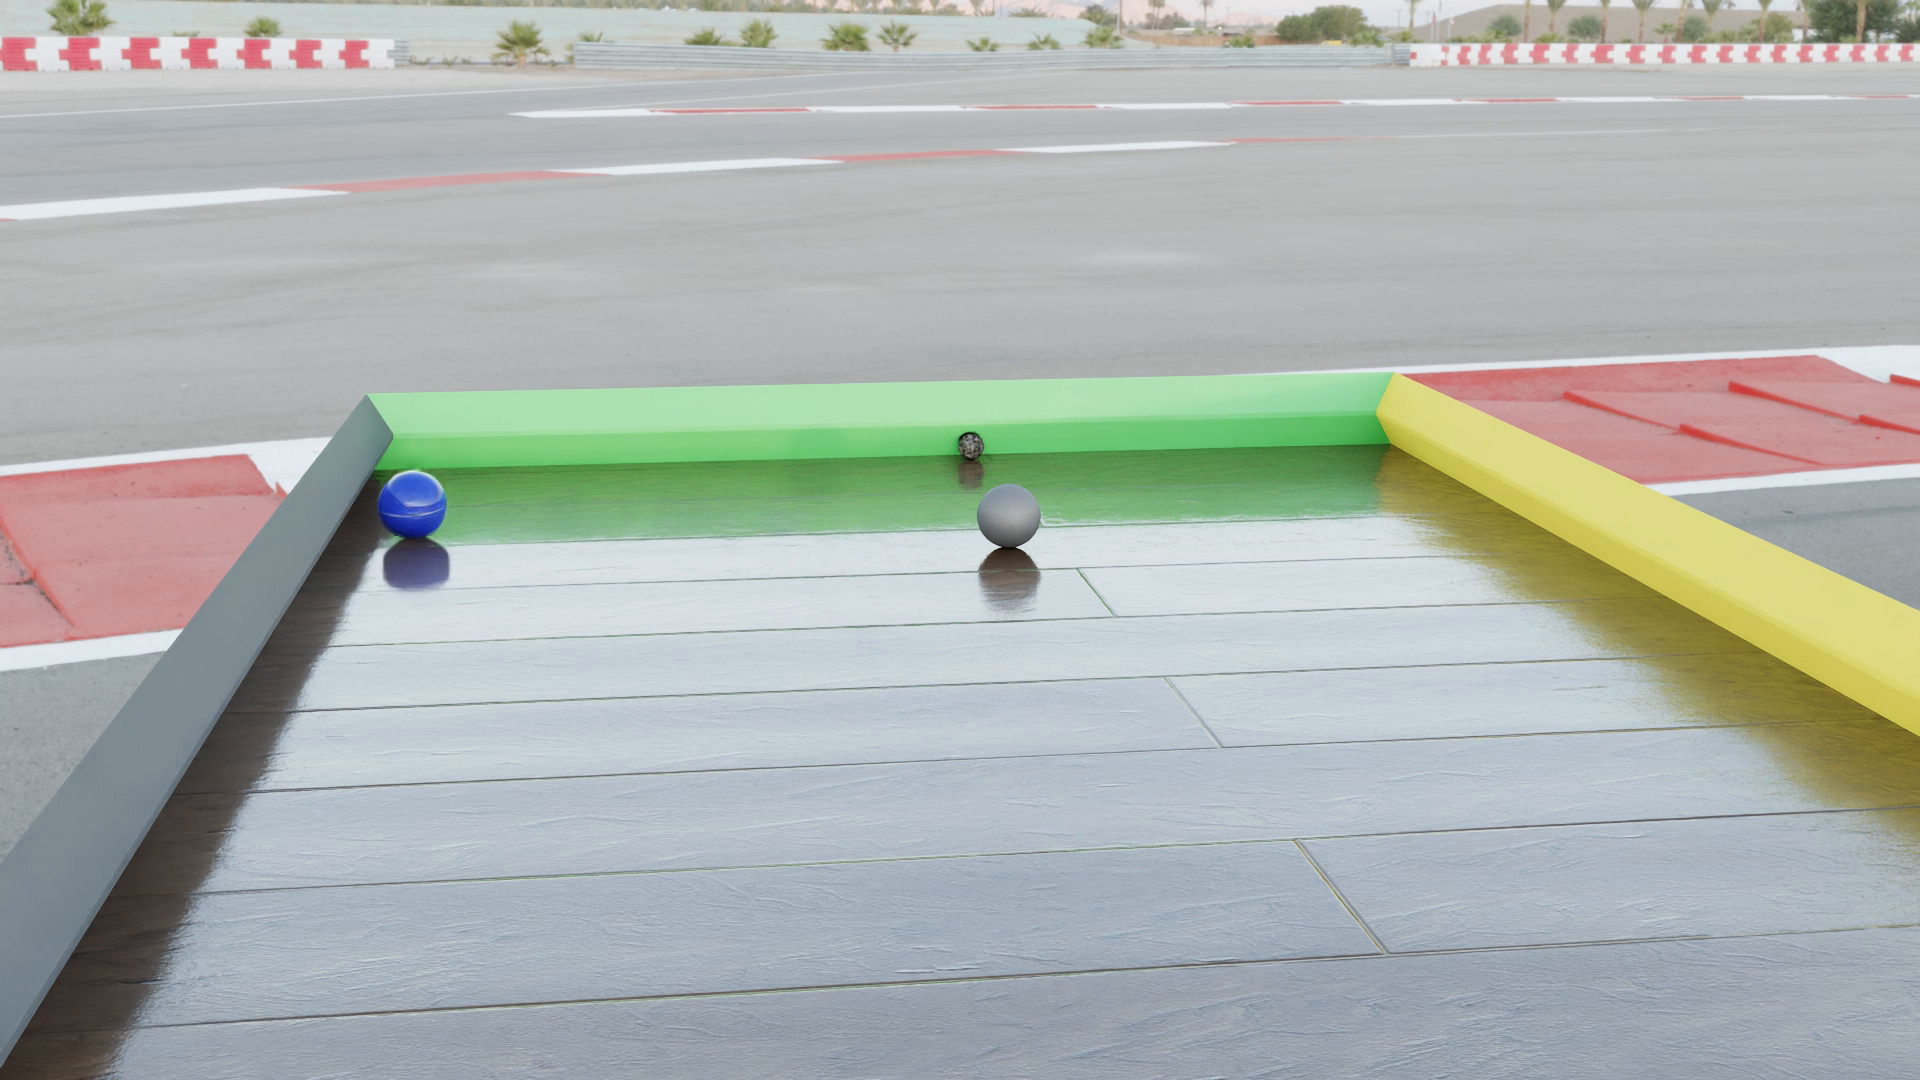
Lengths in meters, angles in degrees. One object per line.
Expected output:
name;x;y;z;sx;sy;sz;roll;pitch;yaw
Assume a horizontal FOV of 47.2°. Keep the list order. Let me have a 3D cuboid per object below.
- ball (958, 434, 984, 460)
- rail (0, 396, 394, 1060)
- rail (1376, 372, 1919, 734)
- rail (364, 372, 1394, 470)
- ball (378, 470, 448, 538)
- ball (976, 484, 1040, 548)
ball;0.018;-0.153;3.610;0.043;0.043;0.043;0;13;0
rail;-0.714;0.168;2.041;0.045;0.122;3.060;-2;13;-8
rail;0.924;0.117;2.262;0.045;0.122;3.060;-2;13;-8
rail;-0.102;-0.194;3.606;1.701;0.122;0.045;-2;13;-8
ball;-0.758;-0.049;3.047;0.094;0.094;0.094;0;13;0
ball;0.066;-0.033;2.989;0.087;0.087;0.087;0;13;0
